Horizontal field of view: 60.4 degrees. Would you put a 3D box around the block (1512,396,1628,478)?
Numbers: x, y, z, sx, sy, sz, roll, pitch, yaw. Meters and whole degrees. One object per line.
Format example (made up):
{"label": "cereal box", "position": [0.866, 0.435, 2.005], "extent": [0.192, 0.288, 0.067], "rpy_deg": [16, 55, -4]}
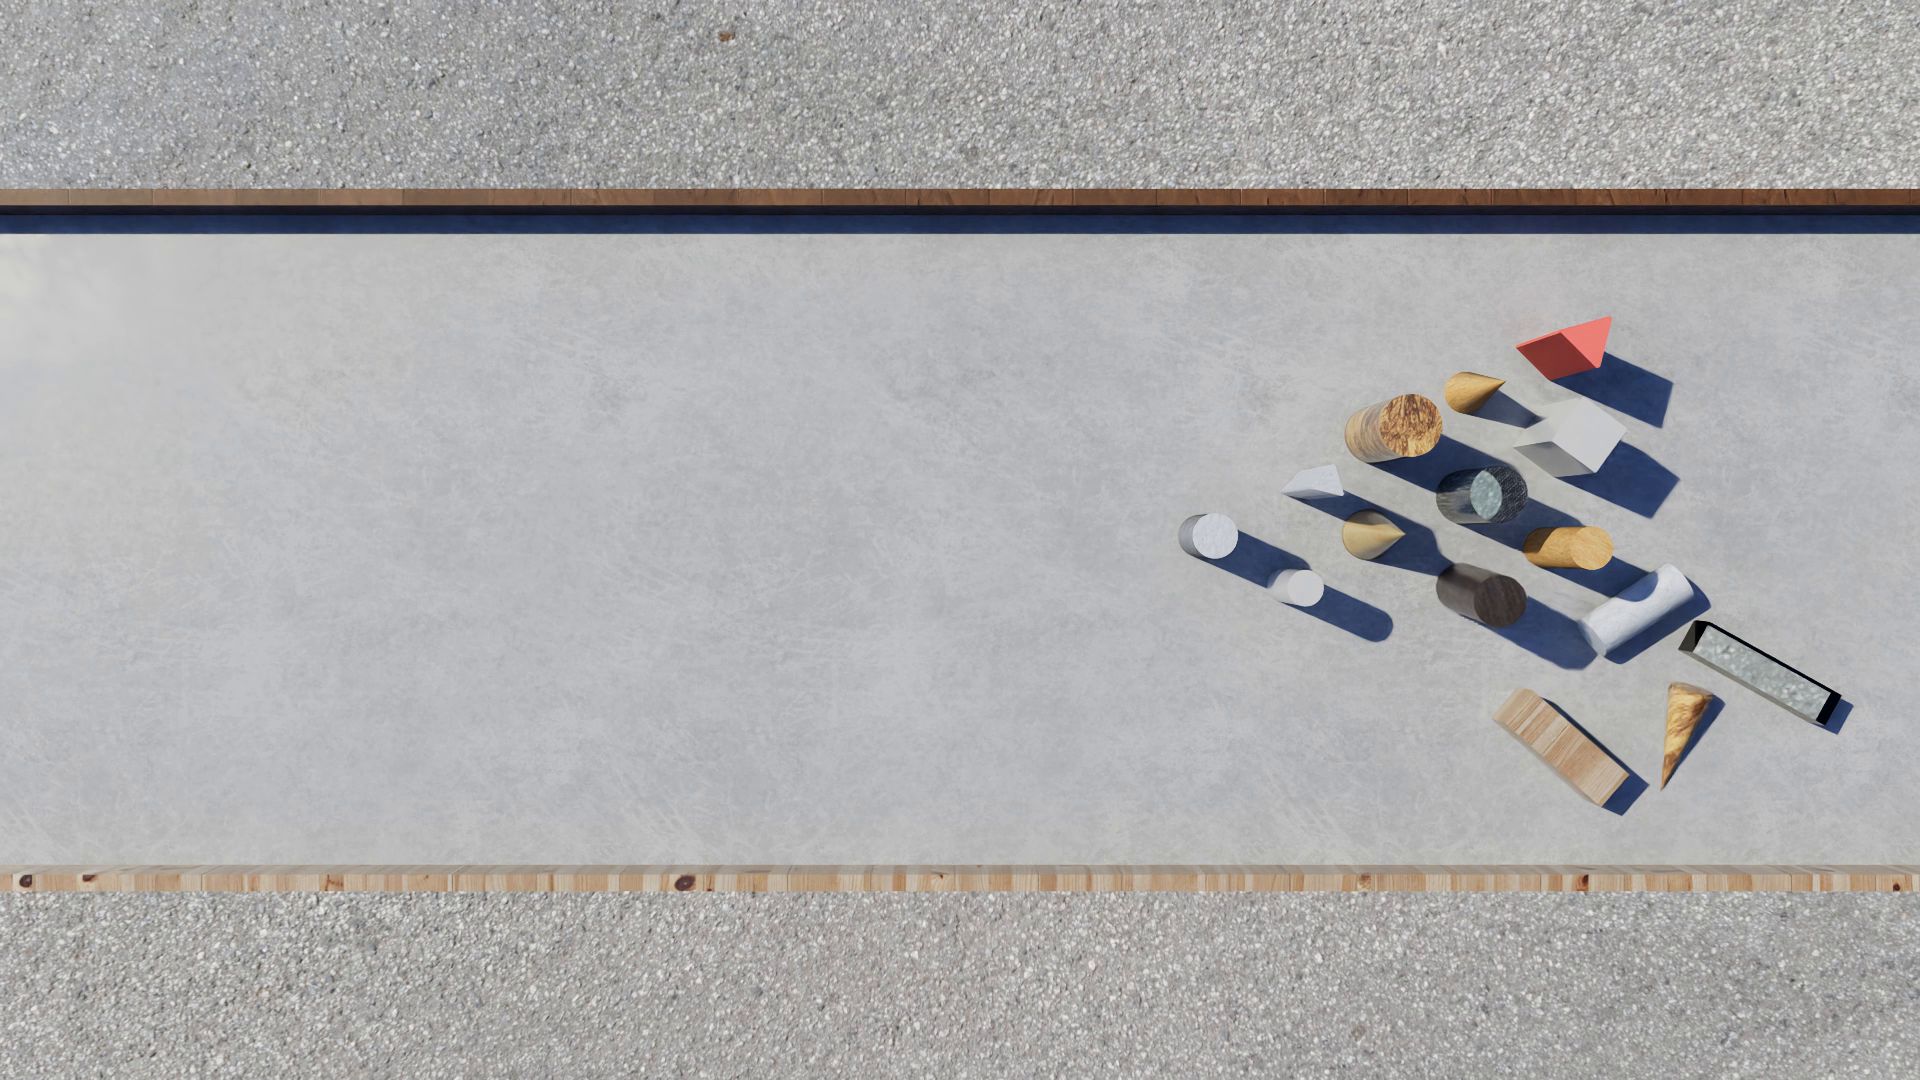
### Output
{"label": "block", "position": [1.810, -0.303, 4.909], "extent": [0.157, 0.335, 0.157], "rpy_deg": [36, 90, 0]}

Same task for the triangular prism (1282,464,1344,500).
{"label": "triangular prism", "position": [1.040, -0.174, 4.849], "extent": [0.091, 0.454, 0.079], "rpy_deg": [14, 90, 0]}

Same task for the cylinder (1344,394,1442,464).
{"label": "cylinder", "position": [1.272, -0.323, 4.863], "extent": [0.178, 0.427, 0.178], "rpy_deg": [0, 90, 0]}

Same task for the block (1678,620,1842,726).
{"label": "block", "position": [2.434, 0.403, 5.024], "extent": [0.456, 0.105, 0.105], "rpy_deg": [29, 90, 0]}

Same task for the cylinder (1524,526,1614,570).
{"label": "cylinder", "position": [1.797, 0.023, 4.884], "extent": [0.124, 0.386, 0.124], "rpy_deg": [0, 90, 0]}

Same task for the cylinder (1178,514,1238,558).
{"label": "cylinder", "position": [0.737, -0.012, 4.918], "extent": [0.131, 0.318, 0.131], "rpy_deg": [0, 90, 0]}

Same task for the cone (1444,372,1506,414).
{"label": "cone", "position": [1.557, -0.453, 4.888], "extent": [0.130, 0.377, 0.130], "rpy_deg": [0, 90, 0]}

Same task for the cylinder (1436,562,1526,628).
{"label": "cylinder", "position": [1.536, 0.159, 4.874], "extent": [0.150, 0.395, 0.150], "rpy_deg": [0, 94, 1]}

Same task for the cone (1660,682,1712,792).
{"label": "cone", "position": [2.189, 0.614, 5.045], "extent": [0.126, 0.126, 0.340], "rpy_deg": [12, 101, 0]}

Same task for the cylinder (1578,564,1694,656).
{"label": "cylinder", "position": [2.051, 0.211, 5.010], "extent": [0.315, 0.133, 0.133], "rpy_deg": [-33, 90, 0]}

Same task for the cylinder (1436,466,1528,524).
{"label": "cylinder", "position": [1.548, -0.131, 4.905], "extent": [0.166, 0.342, 0.166], "rpy_deg": [0, 90, 0]}

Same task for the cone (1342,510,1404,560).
{"label": "cone", "position": [1.255, -0.016, 4.860], "extent": [0.159, 0.433, 0.159], "rpy_deg": [0, 90, 0]}

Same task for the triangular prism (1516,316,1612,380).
{"label": "triangular prism", "position": [1.810, -0.590, 4.887], "extent": [0.150, 0.379, 0.130], "rpy_deg": [45, 90, 0]}

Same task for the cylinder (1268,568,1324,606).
{"label": "cylinder", "position": [0.997, 0.139, 4.917], "extent": [0.105, 0.318, 0.105], "rpy_deg": [0, 90, 0]}

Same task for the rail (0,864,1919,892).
{"label": "rail", "position": [-2.247, 1.025, 5.001], "extent": [12.000, 0.150, 0.050], "rpy_deg": [0, 90, 0]}

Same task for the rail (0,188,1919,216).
{"label": "rail", "position": [-2.247, -1.025, 5.002], "extent": [12.000, 0.150, 0.050], "rpy_deg": [0, 90, 0]}

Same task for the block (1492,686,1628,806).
{"label": "block", "position": [1.821, 0.626, 5.012], "extent": [0.384, 0.129, 0.129], "rpy_deg": [41, 90, 0]}
